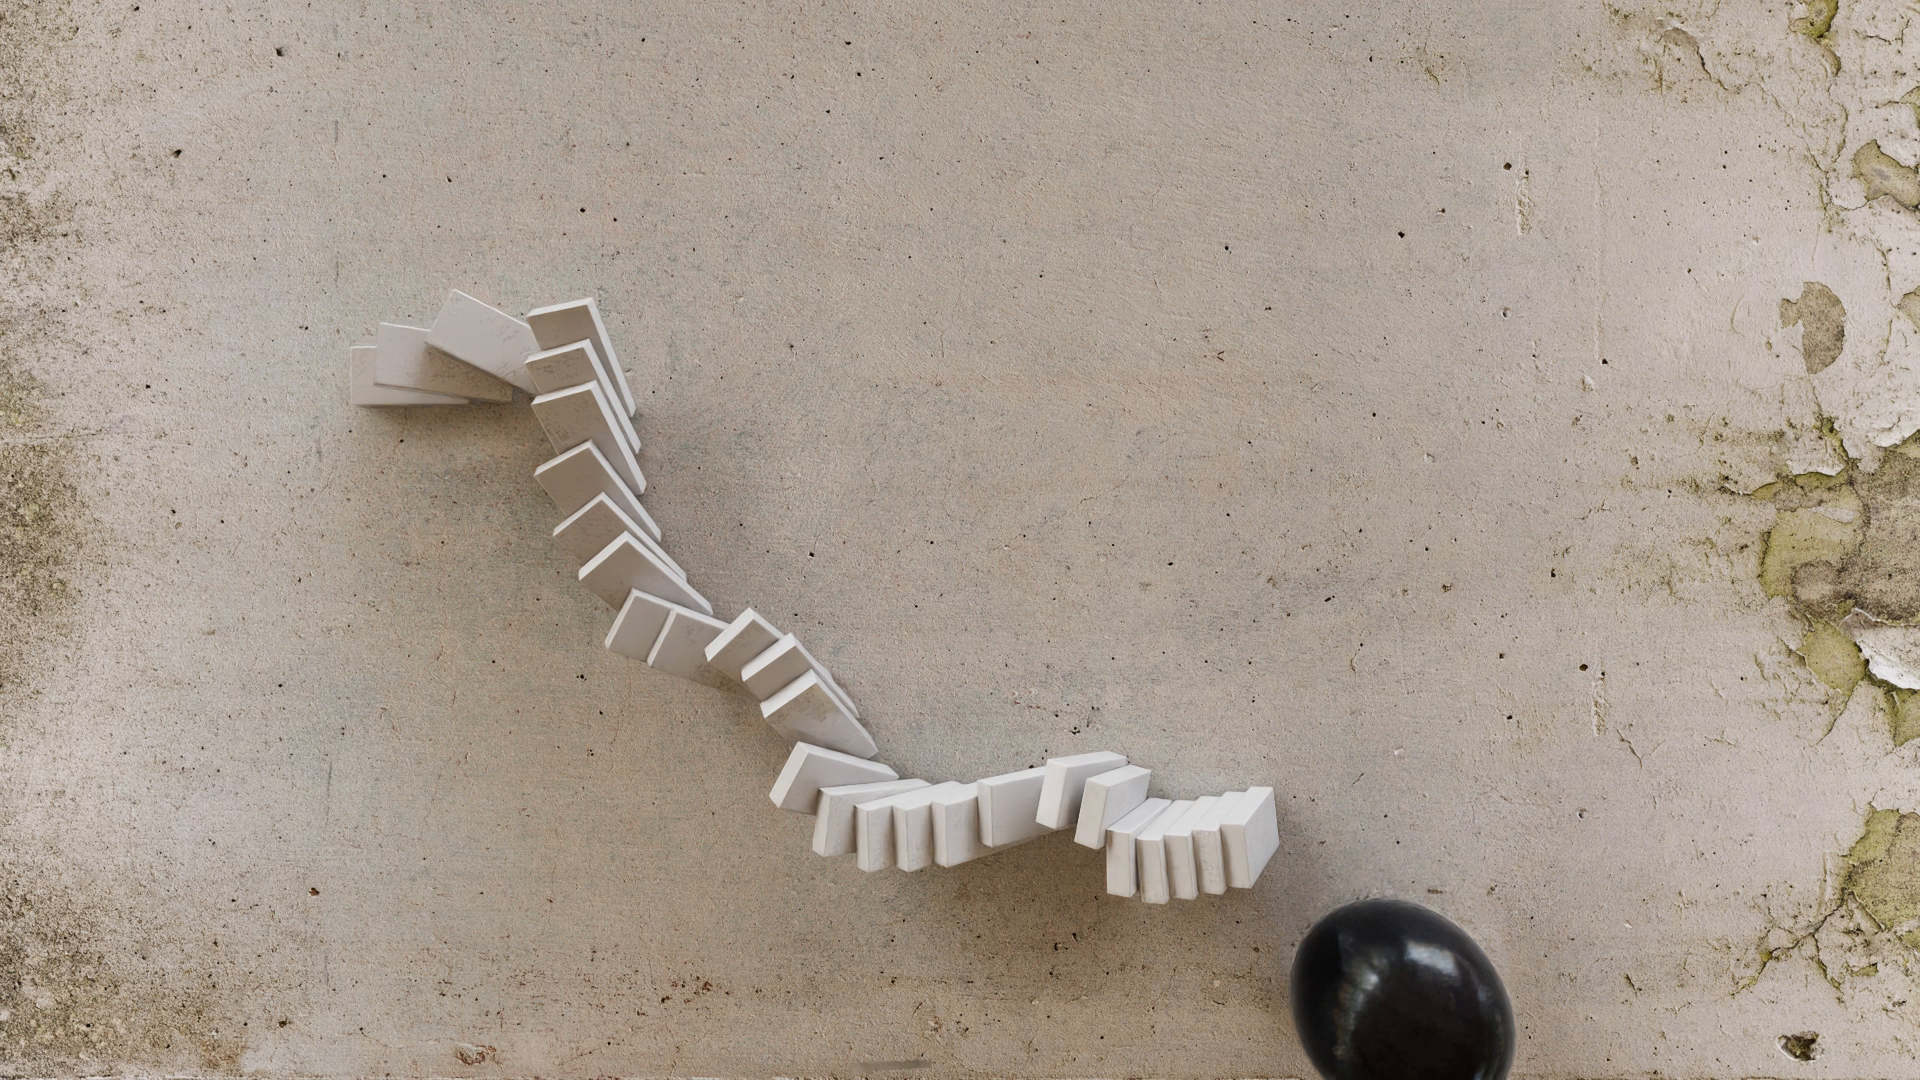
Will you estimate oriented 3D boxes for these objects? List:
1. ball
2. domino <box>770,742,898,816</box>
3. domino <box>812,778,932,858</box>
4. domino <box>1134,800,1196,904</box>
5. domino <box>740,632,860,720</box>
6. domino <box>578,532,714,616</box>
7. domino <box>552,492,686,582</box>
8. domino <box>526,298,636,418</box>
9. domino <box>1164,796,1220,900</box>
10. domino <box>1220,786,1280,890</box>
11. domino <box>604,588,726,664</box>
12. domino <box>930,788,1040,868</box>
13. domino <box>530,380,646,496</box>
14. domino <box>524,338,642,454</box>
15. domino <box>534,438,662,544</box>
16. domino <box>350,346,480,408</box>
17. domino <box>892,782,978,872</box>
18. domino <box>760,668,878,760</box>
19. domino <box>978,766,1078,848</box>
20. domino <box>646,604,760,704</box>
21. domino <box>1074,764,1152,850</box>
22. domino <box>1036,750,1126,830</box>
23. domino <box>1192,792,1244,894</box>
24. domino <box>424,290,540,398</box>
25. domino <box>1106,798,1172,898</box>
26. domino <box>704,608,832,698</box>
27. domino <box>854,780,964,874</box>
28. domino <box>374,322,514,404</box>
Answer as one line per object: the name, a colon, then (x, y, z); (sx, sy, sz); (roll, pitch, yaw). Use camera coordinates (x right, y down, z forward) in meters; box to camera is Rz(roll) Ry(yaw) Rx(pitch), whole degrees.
ball: (0.172, 0.184, 0.360); (0.080, 0.080, 0.080); (0, 90, 0)
domino: (-0.051, 0.102, 0.380); (0.050, 0.009, 0.025); (28, 90, -41)
domino: (-0.036, 0.115, 0.381); (0.050, 0.010, 0.025); (6, 90, -39)
domino: (0.087, 0.127, 0.376); (0.009, 0.050, 0.025); (-6, 90, 31)
domino: (-0.066, 0.064, 0.381); (0.025, 0.009, 0.050); (-35, 125, -2)
domino: (-0.130, 0.022, 0.382); (0.025, 0.010, 0.050); (-40, 124, 0)
domino: (-0.142, 0.007, 0.384); (0.025, 0.010, 0.050); (-38, 119, 0)
domino: (-0.157, -0.073, 0.383); (0.025, 0.009, 0.050); (-12, 122, 0)
domino: (0.098, 0.125, 0.376); (0.010, 0.050, 0.025); (-6, 90, 31)
domino: (0.119, 0.121, 0.376); (0.009, 0.050, 0.025); (-6, 90, 31)
domino: (-0.118, 0.041, 0.383); (0.050, 0.009, 0.025); (27, 91, -31)
domino: (0.011, 0.116, 0.381); (0.050, 0.010, 0.025); (-2, 91, -38)
domino: (-0.154, -0.039, 0.382); (0.025, 0.010, 0.050); (-15, 123, 2)
domino: (-0.156, -0.056, 0.382); (0.025, 0.009, 0.050); (-15, 123, 2)
domino: (-0.151, -0.015, 0.383); (0.025, 0.009, 0.050); (-28, 120, 0)
domino: (-0.235, -0.070, 0.395); (0.050, 0.010, 0.025); (-1, 90, 0)
domino: (-0.004, 0.118, 0.381); (0.050, 0.009, 0.025); (-3, 91, -38)
domino: (-0.058, 0.078, 0.381); (0.025, 0.010, 0.050); (-35, 125, -3)
domino: (0.030, 0.109, 0.382); (0.050, 0.009, 0.025); (-1, 90, -35)
domino: (-0.101, 0.048, 0.383); (0.050, 0.010, 0.025); (27, 91, -31)
domino: (0.063, 0.109, 0.376); (0.010, 0.050, 0.025); (11, 90, 31)
domino: (0.051, 0.102, 0.377); (0.010, 0.050, 0.025); (11, 90, 38)
domino: (0.108, 0.123, 0.376); (0.010, 0.050, 0.025); (-6, 90, 31)
domino: (-0.192, -0.080, 0.384); (0.050, 0.010, 0.025); (27, 78, -23)
domino: (0.074, 0.125, 0.376); (0.009, 0.050, 0.025); (-1, 90, 31)
domino: (-0.079, 0.053, 0.382); (0.025, 0.010, 0.050); (-43, 125, 0)
domino: (-0.020, 0.118, 0.381); (0.050, 0.010, 0.025); (-3, 91, -38)
domino: (-0.214, -0.073, 0.383); (0.050, 0.009, 0.025); (5, 87, -26)
